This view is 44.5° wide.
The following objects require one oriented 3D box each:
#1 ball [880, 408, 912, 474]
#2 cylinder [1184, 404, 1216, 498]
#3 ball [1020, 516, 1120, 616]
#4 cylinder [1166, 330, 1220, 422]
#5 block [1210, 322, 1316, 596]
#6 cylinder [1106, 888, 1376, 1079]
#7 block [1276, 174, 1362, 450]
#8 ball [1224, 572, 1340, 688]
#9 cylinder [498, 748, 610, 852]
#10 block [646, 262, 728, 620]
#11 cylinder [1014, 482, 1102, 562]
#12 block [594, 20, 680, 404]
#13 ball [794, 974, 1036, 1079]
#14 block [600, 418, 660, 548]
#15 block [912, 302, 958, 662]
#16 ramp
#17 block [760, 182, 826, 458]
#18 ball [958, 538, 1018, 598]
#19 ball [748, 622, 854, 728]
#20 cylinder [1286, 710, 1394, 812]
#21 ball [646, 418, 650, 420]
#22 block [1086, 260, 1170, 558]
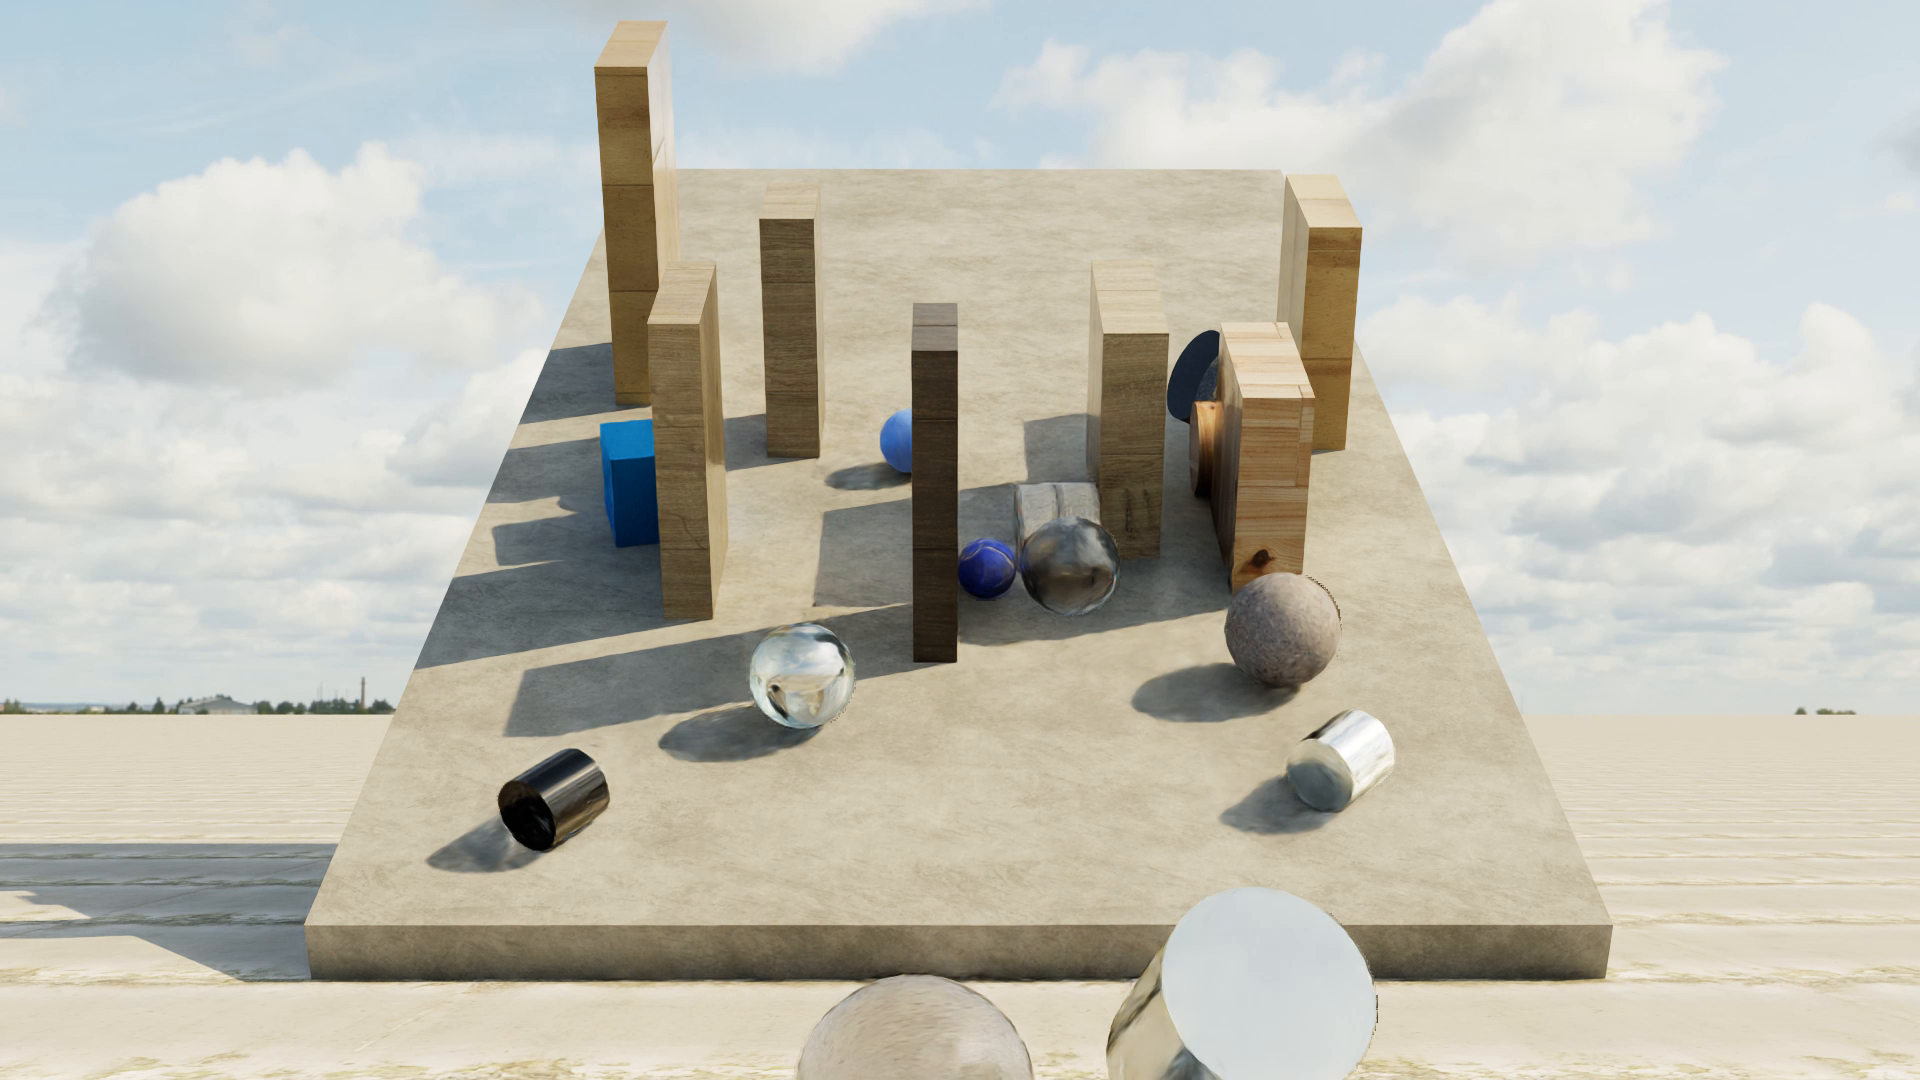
[{"bbox_3d":[-0.105,-0.215,5.104,0.141,0.141,0.141,0,-4,0],"label":"ball"},{"bbox_3d":[0.597,-0.197,5.006,0.197,0.197,0.197,-6,-4,-6],"label":"cylinder"},{"bbox_3d":[0.211,0.049,4.494,0.191,0.191,0.191,0,-4,0],"label":"ball"},{"bbox_3d":[0.602,-0.325,5.172,0.210,0.210,0.210,22,-14,-25],"label":"cylinder"},{"bbox_3d":[0.598,-0.166,4.686,0.136,0.418,0.407,0,26,0],"label":"block"},{"bbox_3d":[0.207,0.366,1.757,0.160,0.160,0.160,1,-32,-13],"label":"cylinder"},{"bbox_3d":[0.802,-0.519,5.308,0.114,0.518,0.390,0,26,0],"label":"block"},{"bbox_3d":[0.582,0.162,4.242,0.207,0.207,0.207,0,-4,0],"label":"ball"},{"bbox_3d":[-0.656,0.418,3.794,0.125,0.125,0.125,-3,19,39],"label":"cylinder"},{"bbox_3d":[-0.519,-0.194,4.524,0.094,0.601,0.346,0,26,0],"label":"block"},{"bbox_3d":[0.195,-0.037,4.715,0.156,0.156,0.156,-2,-4,-5],"label":"cylinder"},{"bbox_3d":[-0.743,-0.769,5.499,0.116,0.796,0.435,0,26,0],"label":"block"},{"bbox_3d":[-0.037,0.455,1.912,0.200,0.200,0.200,0,-4,0],"label":"ball"},{"bbox_3d":[-0.628,-0.122,4.844,0.195,0.195,0.195,-6,26,-13],"label":"block"},{"bbox_3d":[-0.045,-0.104,4.321,0.081,0.615,0.243,0,26,0],"label":"block"},{"bbox_3d":[-0.009,-0.229,5.414,2.000,0.100,4.000,0,26,0],"label":"ramp"},{"bbox_3d":[-0.368,-0.487,5.199,0.116,0.550,0.265,0,26,0],"label":"block"},{"bbox_3d":[0.051,0.055,4.553,0.118,0.118,0.118,0,-4,0],"label":"ball"},{"bbox_3d":[-0.276,0.237,4.106,0.185,0.185,0.185,0,-4,0],"label":"ball"},{"bbox_3d":[0.632,0.366,3.906,0.129,0.129,0.129,-4,16,44],"label":"cylinder"},{"bbox_3d":[-0.641,-0.191,5.002,0.144,0.144,0.144,0,-4,0],"label":"ball"},{"bbox_3d":[0.339,-0.275,4.835,0.127,0.484,0.439,0,26,0],"label":"block"}]
